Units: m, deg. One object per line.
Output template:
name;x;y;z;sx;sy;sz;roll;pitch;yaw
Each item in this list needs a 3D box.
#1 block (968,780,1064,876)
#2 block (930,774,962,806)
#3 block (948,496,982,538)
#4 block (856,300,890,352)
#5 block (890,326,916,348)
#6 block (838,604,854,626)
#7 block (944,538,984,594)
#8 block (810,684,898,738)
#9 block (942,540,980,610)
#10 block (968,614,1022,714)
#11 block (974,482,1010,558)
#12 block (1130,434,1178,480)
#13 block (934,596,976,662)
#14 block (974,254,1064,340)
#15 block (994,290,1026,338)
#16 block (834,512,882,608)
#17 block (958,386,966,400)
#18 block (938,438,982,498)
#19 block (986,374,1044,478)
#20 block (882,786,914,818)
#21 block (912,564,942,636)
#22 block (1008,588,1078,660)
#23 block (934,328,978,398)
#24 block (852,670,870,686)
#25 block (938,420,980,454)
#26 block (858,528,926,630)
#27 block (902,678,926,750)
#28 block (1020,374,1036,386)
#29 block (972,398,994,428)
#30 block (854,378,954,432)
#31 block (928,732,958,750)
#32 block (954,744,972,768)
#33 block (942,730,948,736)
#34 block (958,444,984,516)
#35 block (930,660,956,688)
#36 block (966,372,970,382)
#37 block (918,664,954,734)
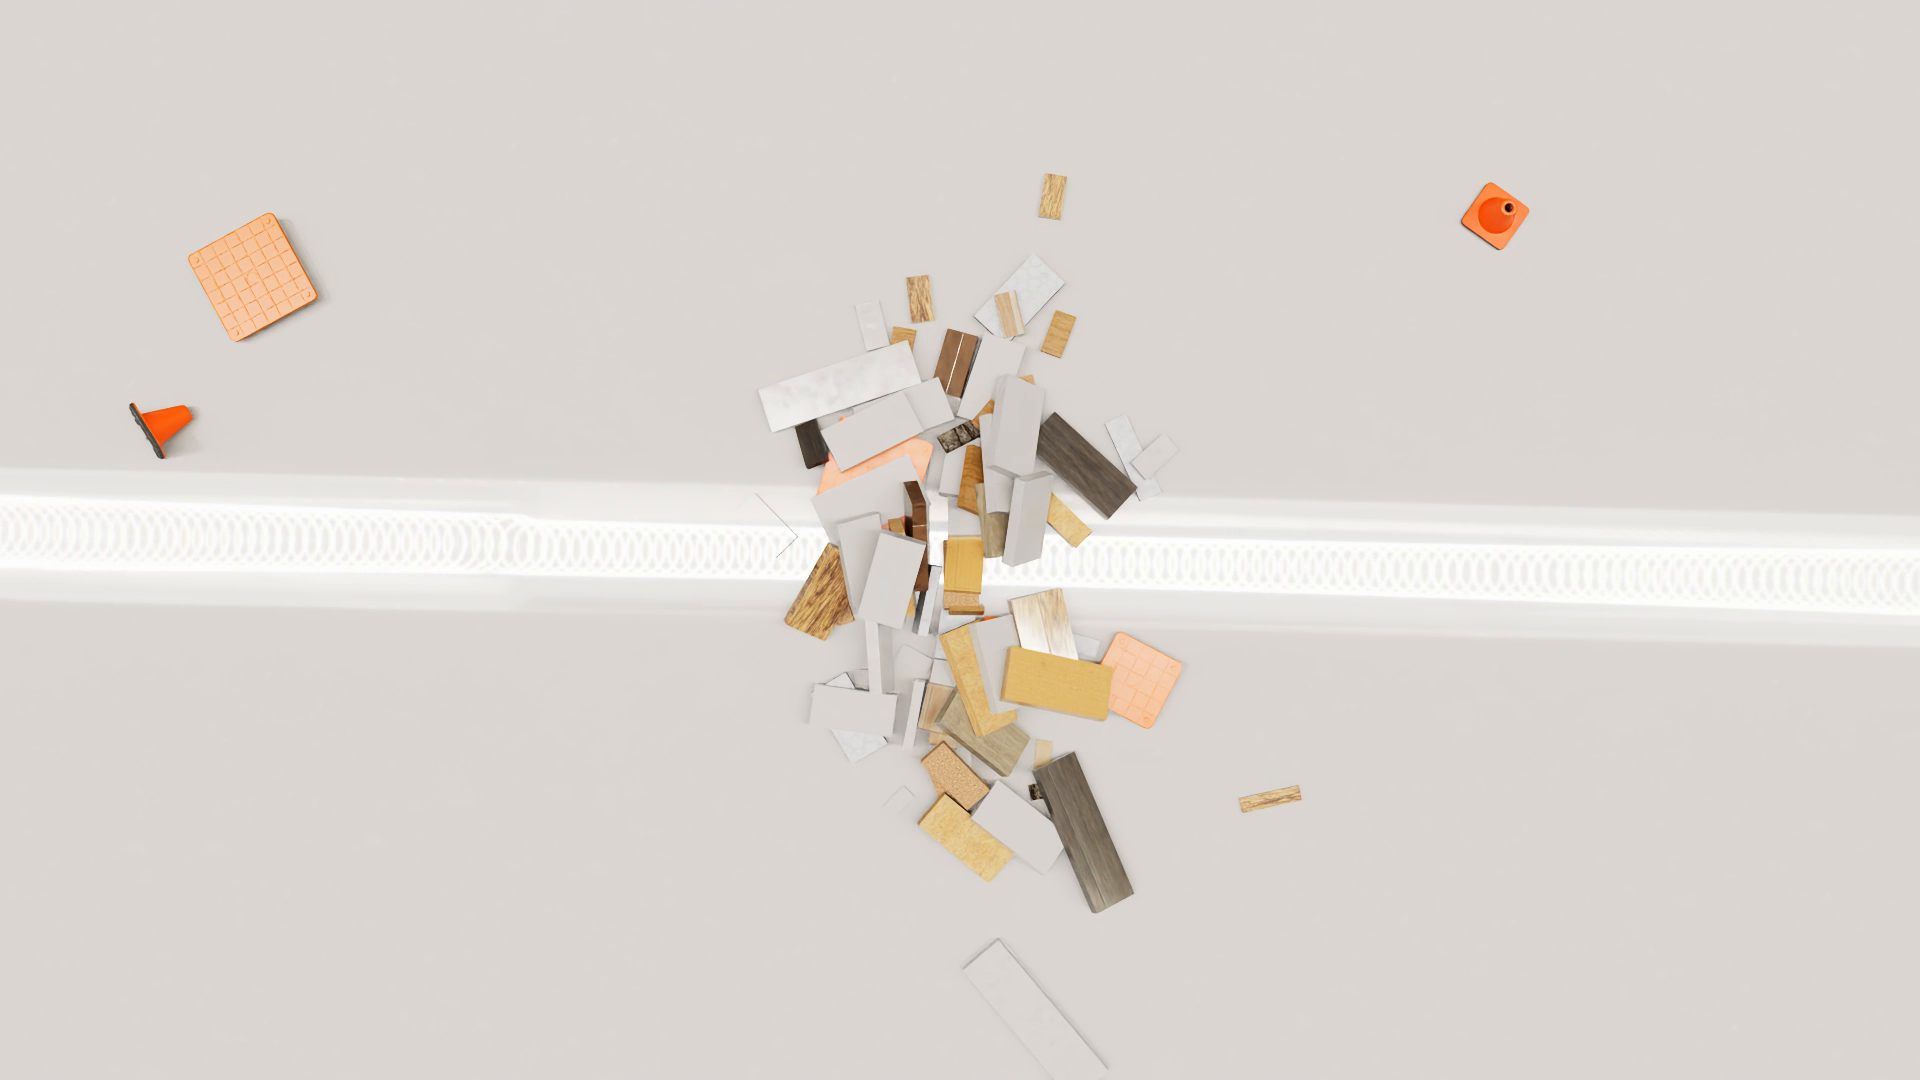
block;0.196;0.950;5.442;0.310;0.044;0.155;38;71;-5
block;-0.035;0.810;5.461;0.096;0.027;0.193;-18;103;4
block;0.021;-0.132;5.450;0.123;0.035;0.247;-1;74;0
block;-0.291;-0.714;5.489;0.078;0.022;0.157;-14;90;0
block;-0.197;-0.629;5.489;0.077;0.022;0.153;11;90;0
block;-0.395;0.225;5.489;0.057;0.016;0.113;-18;90;6
block;0.017;0.052;5.435;0.123;0.035;0.247;4;75;1
block;-0.351;0.562;5.442;0.273;0.039;0.136;8;90;0
block;0.003;0.114;5.454;0.116;0.033;0.231;-1;75;0
block;0.136;0.406;5.383;0.150;0.043;0.301;-12;85;-34
block;0.119;-0.069;5.406;0.035;0.123;0.247;-6;93;44
block;0.645;-0.277;5.473;0.152;0.022;0.076;-42;93;-11
block;-0.012;0.286;5.445;0.116;0.033;0.231;8;75;-1
block;0.197;-0.797;5.480;0.144;0.041;0.287;43;90;0
block;0.164;-0.745;5.449;0.072;0.021;0.145;-14;90;0
block;-0.313;0.065;5.381;0.144;0.041;0.288;-16;109;-20
block;0.032;-0.473;5.493;0.095;0.013;0.047;31;90;0
block;0.000;-0.243;5.446;0.106;0.030;0.211;9;71;3
block;0.181;-0.365;5.382;0.161;0.046;0.321;21;69;-34
block;-0.206;0.874;5.493;0.052;0.015;0.104;44;90;0
block;-0.111;0.197;5.440;0.033;0.116;0.231;12;90;-12
block;0.285;0.351;5.436;0.176;0.050;0.352;-13;91;-13
block;-0.018;-0.586;5.476;0.106;0.030;0.212;16;90;10
block;-0.317;0.454;5.458;0.014;0.099;0.049;-4;90;-42
block;-0.005;-0.342;5.454;0.127;0.018;0.063;-27;71;-11
block;-0.219;0.127;5.284;0.148;0.042;0.297;16;108;-1
block;-0.151;0.575;5.444;0.032;0.113;0.226;11;90;0
block;0.201;-0.517;5.493;0.095;0.013;0.047;-15;90;0
block;0.089;-0.411;5.443;0.050;0.014;0.101;40;94;-9
block;-0.185;-0.412;5.423;0.299;0.042;0.149;-21;85;-6
block;-0.039;0.589;5.461;0.096;0.027;0.193;11;74;0
block;-0.012;0.702;5.486;0.096;0.027;0.193;-2;90;0
block;0.041;0.599;5.430;0.203;0.029;0.102;8;79;-29
block;0.053;-0.195;5.399;0.106;0.030;0.211;23;69;-41
block;-0.022;0.374;5.455;0.113;0.032;0.226;12;75;0
block;0.046;-0.535;5.493;0.094;0.013;0.047;19;90;0
block;-0.059;0.525;5.447;0.113;0.032;0.226;14;74;1
